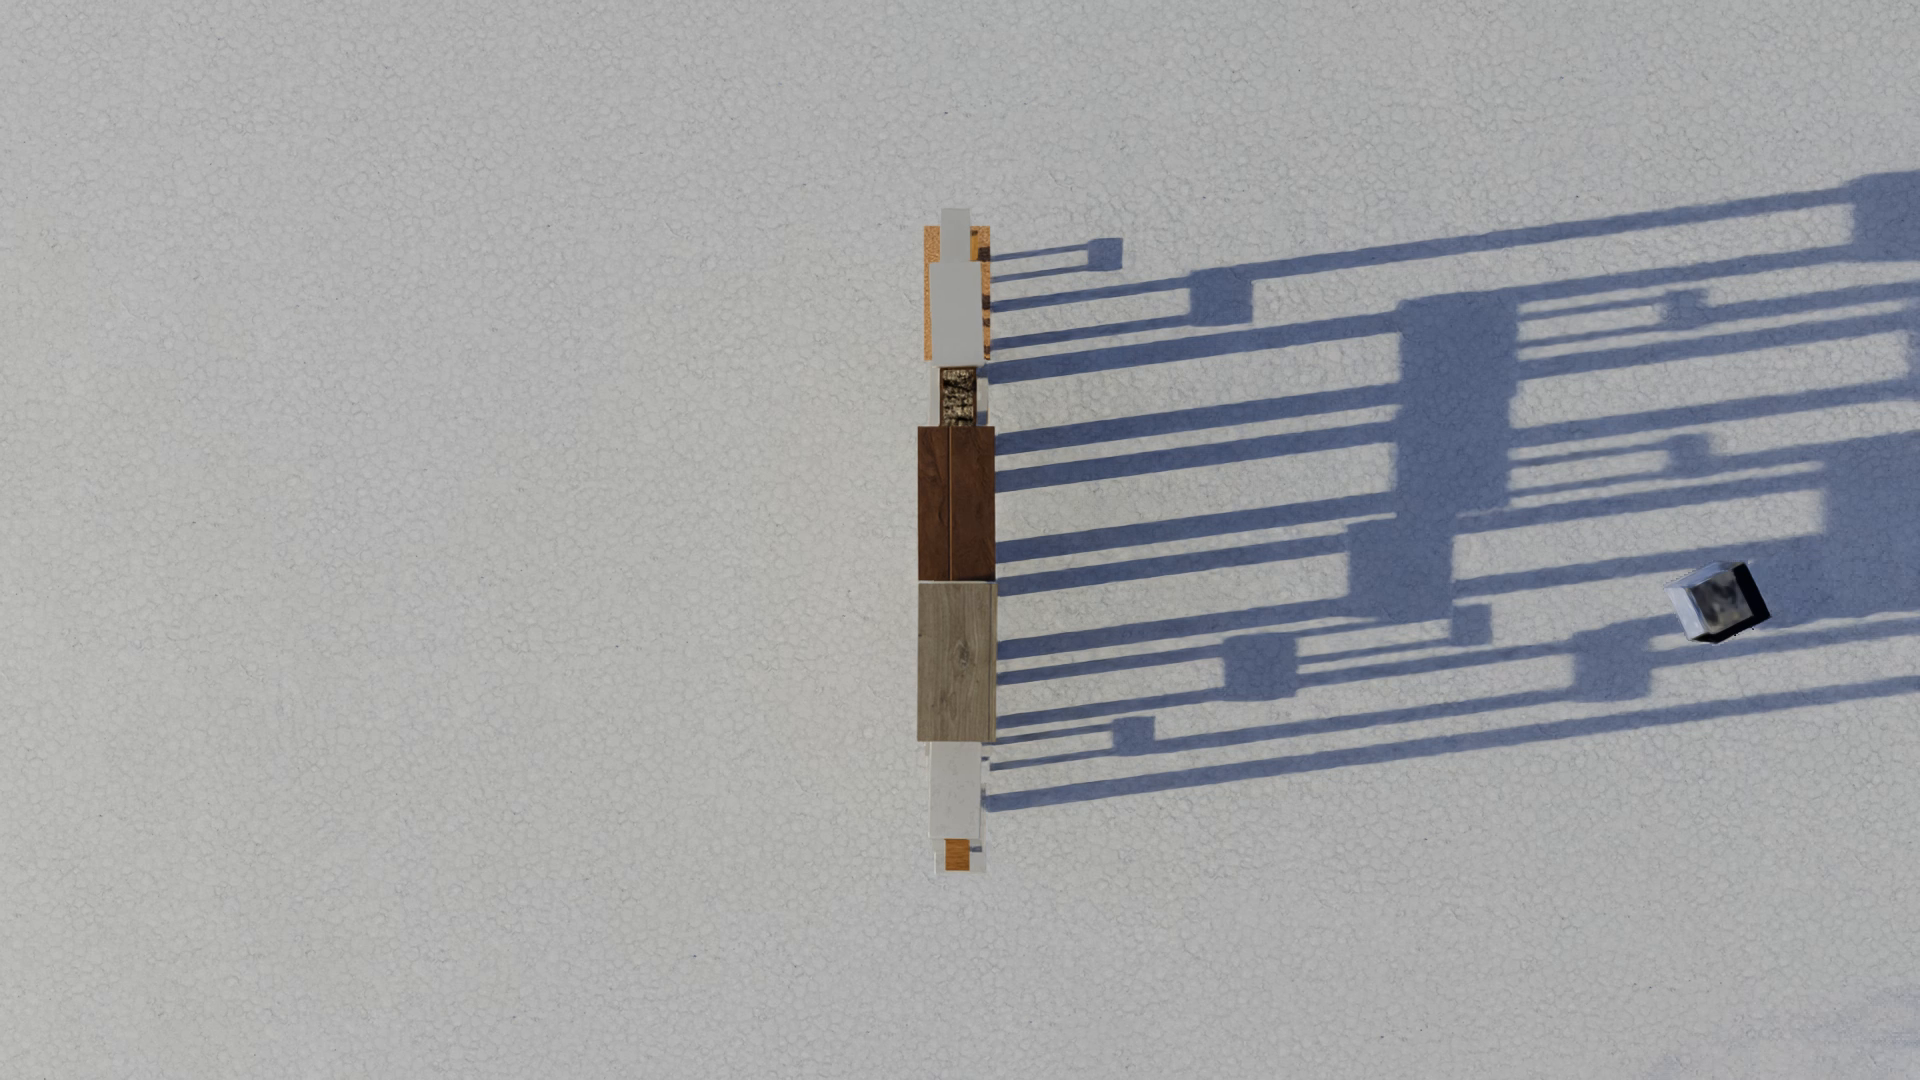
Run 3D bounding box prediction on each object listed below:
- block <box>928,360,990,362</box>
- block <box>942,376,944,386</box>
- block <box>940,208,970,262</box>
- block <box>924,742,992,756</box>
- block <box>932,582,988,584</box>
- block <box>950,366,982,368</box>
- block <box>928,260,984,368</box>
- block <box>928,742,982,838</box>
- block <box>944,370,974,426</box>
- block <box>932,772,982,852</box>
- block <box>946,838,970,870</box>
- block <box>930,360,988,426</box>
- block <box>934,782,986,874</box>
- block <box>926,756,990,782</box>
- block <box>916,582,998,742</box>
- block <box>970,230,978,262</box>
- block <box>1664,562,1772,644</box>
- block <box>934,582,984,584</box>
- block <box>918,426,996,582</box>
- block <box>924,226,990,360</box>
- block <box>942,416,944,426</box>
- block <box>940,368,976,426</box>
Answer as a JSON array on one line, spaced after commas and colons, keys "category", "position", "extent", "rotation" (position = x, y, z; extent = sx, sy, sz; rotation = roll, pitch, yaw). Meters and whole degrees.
[{"category": "block", "position": [-0.005, -0.539, 4.584], "extent": [0.176, 0.351, 0.050], "rotation": [0, 90, 0]}, {"category": "block", "position": [-0.005, -0.382, 4.056], "extent": [0.072, 0.178, 0.020], "rotation": [0, 90, 0]}, {"category": "block", "position": [-0.011, -0.727, 3.986], "extent": [0.072, 0.020, 0.144], "rotation": [0, 90, 0]}, {"category": "block", "position": [-0.004, 0.363, 4.037], "extent": [0.164, 0.046, 0.328], "rotation": [0, 90, 0]}, {"category": "block", "position": [-0.001, -0.020, 4.390], "extent": [0.147, 0.042, 0.293], "rotation": [0, 90, 0]}, {"category": "block", "position": [-0.004, -0.450, 4.022], "extent": [0.121, 0.246, 0.034], "rotation": [0, 90, 0]}, {"category": "block", "position": [-0.008, -0.531, 3.881], "extent": [0.121, 0.034, 0.242], "rotation": [-2, 90, 0]}, {"category": "block", "position": [-0.011, 0.562, 3.764], "extent": [0.116, 0.033, 0.231], "rotation": [1, 90, 1]}, {"category": "block", "position": [-0.005, -0.335, 3.956], "extent": [0.072, 0.020, 0.143], "rotation": [0, 90, 0]}, {"category": "block", "position": [-0.007, 0.654, 4.122], "extent": [0.123, 0.035, 0.247], "rotation": [0, 90, 0]}, {"category": "block", "position": [-0.006, 0.739, 3.981], "extent": [0.058, 0.016, 0.115], "rotation": [0, 90, 1]}, {"category": "block", "position": [-0.003, -0.323, 4.379], "extent": [0.152, 0.043, 0.304], "rotation": [0, 90, 0]}, {"category": "block", "position": [0.002, 0.794, 4.669], "extent": [0.145, 0.041, 0.291], "rotation": [0, 91, 0]}, {"category": "block", "position": [-0.004, 0.476, 4.412], "extent": [0.168, 0.048, 0.337], "rotation": [0, 89, 0]}, {"category": "block", "position": [-0.006, 0.269, 3.643], "extent": [0.173, 0.049, 0.347], "rotation": [1, 90, 0]}, {"category": "block", "position": [-0.002, -0.681, 4.154], "extent": [0.095, 0.027, 0.191], "rotation": [0, 90, 0]}, {"category": "block", "position": [2.479, 0.202, 5.402], "extent": [0.196, 0.196, 0.196], "rotation": [-26, 90, 0]}, {"category": "block", "position": [-0.004, 0.069, 4.102], "extent": [0.125, 0.035, 0.249], "rotation": [0, 90, 0]}, {"category": "block", "position": [-0.008, -0.081, 3.714], "extent": [0.173, 0.049, 0.346], "rotation": [0, 90, 0]}, {"category": "block", "position": [-0.007, -0.655, 4.384], "extent": [0.175, 0.050, 0.351], "rotation": [0, 90, 0]}, {"category": "block", "position": [-0.005, -0.286, 4.038], "extent": [0.072, 0.143, 0.020], "rotation": [1, 89, 0]}, {"category": "block", "position": [-0.005, -0.377, 4.158], "extent": [0.093, 0.026, 0.186], "rotation": [0, 90, 0]}]
